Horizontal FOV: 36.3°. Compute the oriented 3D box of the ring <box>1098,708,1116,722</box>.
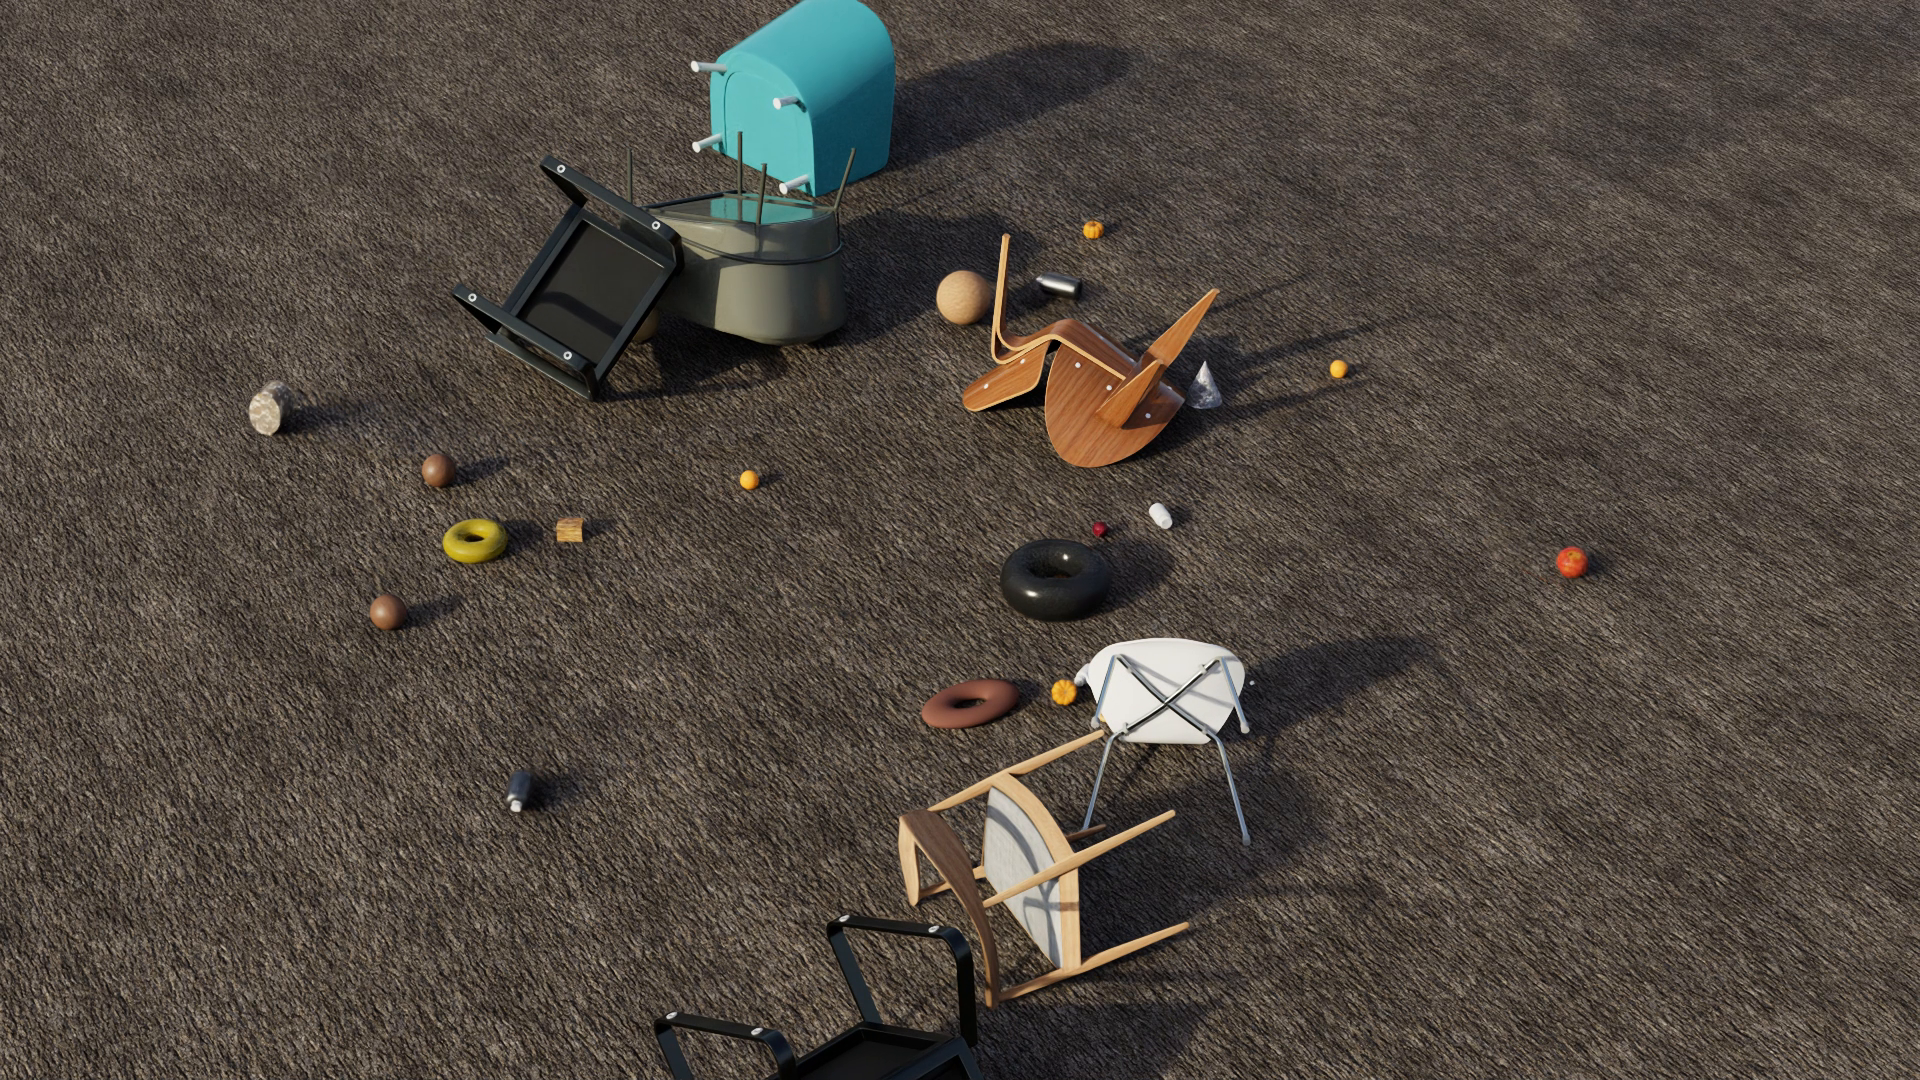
[{"bbox_3d":[0.500,0.599,10.017,0.061,0.021,0.068,-4,34,-4],"label":"ring"}]

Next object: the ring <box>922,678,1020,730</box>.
[{"bbox_3d":[0.037,0.560,10.041,0.370,0.059,0.217,-18,36,-25],"label":"ring"}]

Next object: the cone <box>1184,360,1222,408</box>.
[{"bbox_3d":[0.978,-0.639,11.747,0.157,0.185,0.133,2,33,3],"label":"cone"}]

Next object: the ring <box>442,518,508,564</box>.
[{"bbox_3d":[-1.796,0.003,10.869,0.240,0.080,0.242,-26,41,-32],"label":"ring"}]

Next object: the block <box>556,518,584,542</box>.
[{"bbox_3d":[-1.454,-0.039,10.946,0.092,0.063,0.064,1,33,1],"label":"block"}]

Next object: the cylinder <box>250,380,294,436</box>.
[{"bbox_3d":[-2.711,-0.519,11.554,0.135,0.201,0.105,25,38,7],"label":"cylinder"}]

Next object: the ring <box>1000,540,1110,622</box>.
[{"bbox_3d":[0.344,0.144,10.579,0.402,0.165,0.387,1,35,4],"label":"ring"}]

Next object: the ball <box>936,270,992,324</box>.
[{"bbox_3d":[0.016,-1.015,12.277,0.228,0.228,0.228,0,33,0],"label":"ball"}]

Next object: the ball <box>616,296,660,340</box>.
[{"bbox_3d":[-1.336,-0.920,12.170,0.188,0.188,0.188,0,33,0],"label":"ball"}]
